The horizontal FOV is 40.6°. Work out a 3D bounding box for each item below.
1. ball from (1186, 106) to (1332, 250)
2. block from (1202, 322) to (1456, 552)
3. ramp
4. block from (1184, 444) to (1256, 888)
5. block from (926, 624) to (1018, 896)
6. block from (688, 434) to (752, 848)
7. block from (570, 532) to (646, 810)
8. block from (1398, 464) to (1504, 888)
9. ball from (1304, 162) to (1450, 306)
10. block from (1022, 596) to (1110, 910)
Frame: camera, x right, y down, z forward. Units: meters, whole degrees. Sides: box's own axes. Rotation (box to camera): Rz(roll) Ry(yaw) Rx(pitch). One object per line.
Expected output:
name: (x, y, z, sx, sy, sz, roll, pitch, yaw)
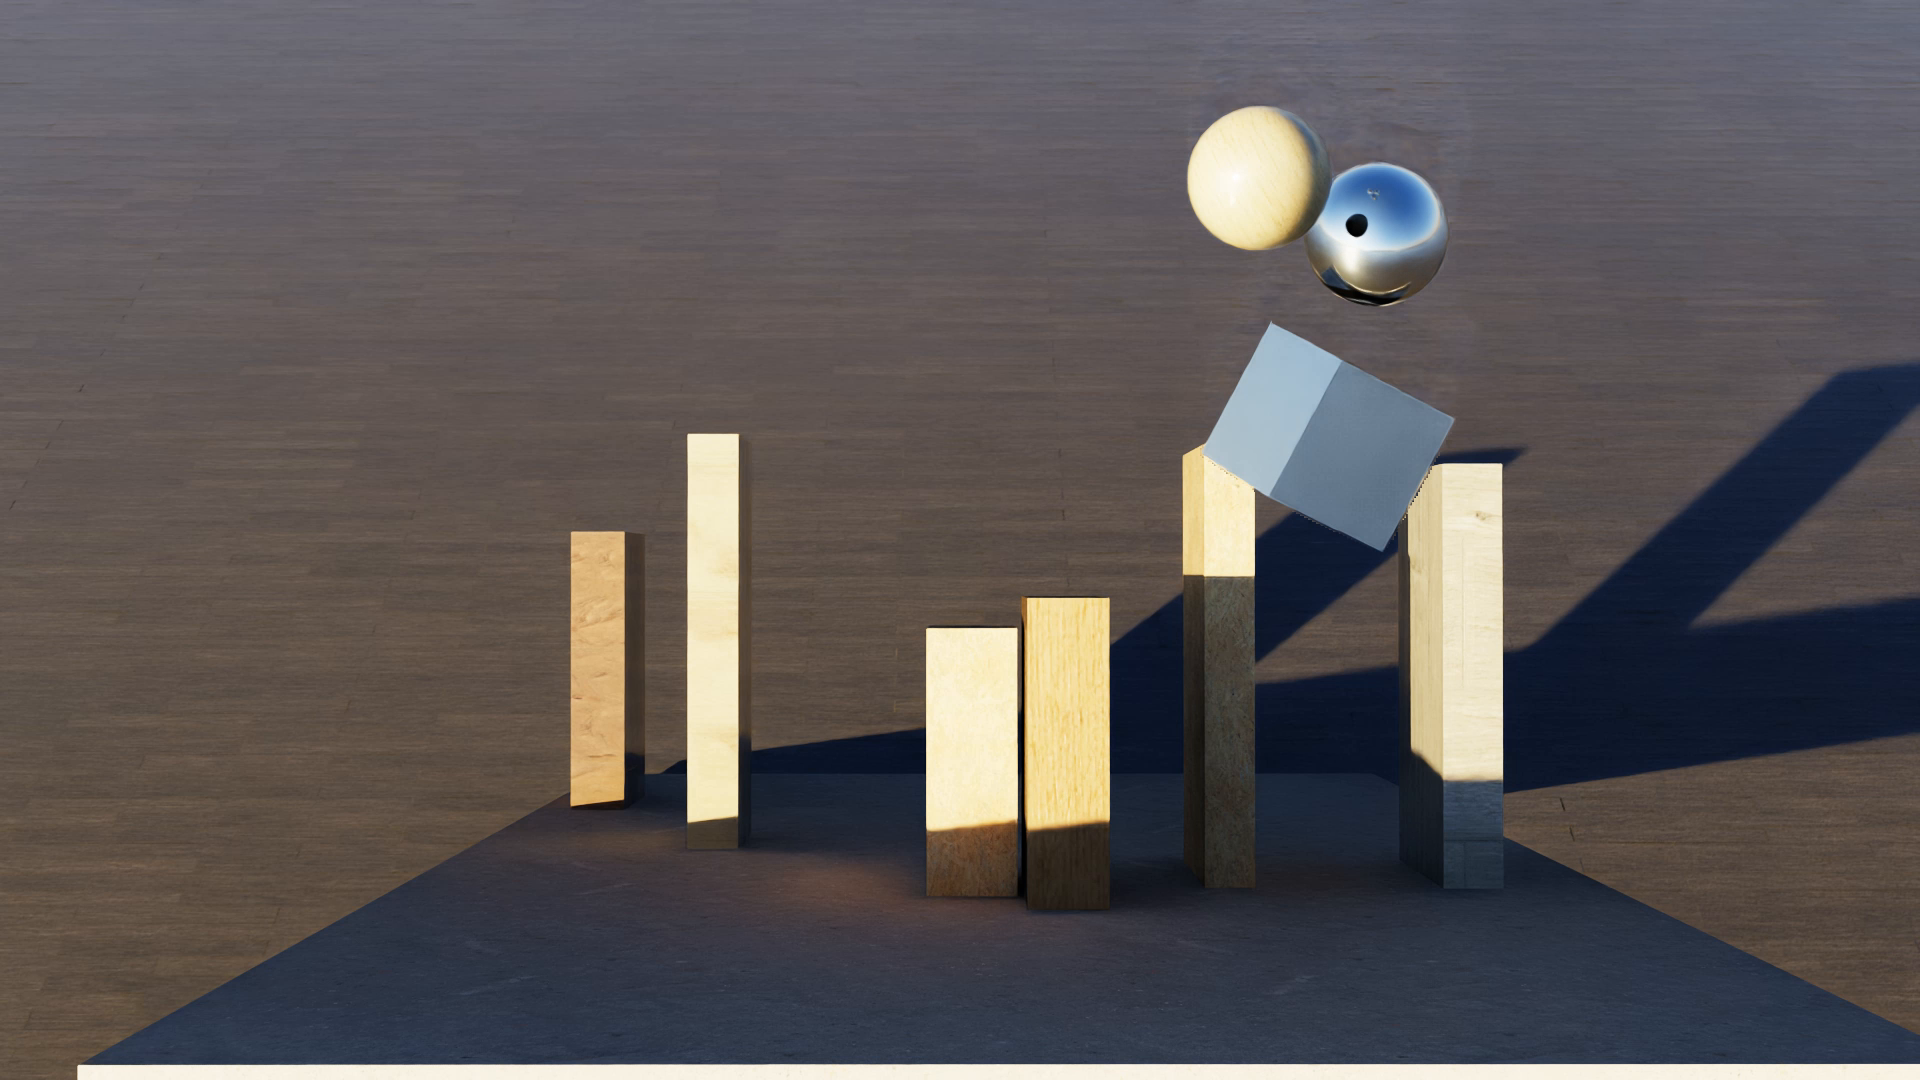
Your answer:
ball: (0.258, -0.312, 2.235, 0.124, 0.124, 0.124, 0, 32, 0)
block: (0.364, -0.103, 2.579, 0.148, 0.148, 0.148, 24, 9, -27)
ramp: (0.071, 0.629, 4.724, 2.000, 0.100, 4.000, 0, -1, 0)
block: (0.445, 0.210, 4.479, 0.083, 0.731, 0.407, 0, -1, 0)
block: (0.019, 0.359, 4.306, 0.145, 0.429, 0.295, 0, -1, 0)
block: (-0.466, 0.193, 5.040, 0.095, 0.781, 0.308, 0, -1, 0)
block: (-0.796, 0.290, 5.878, 0.117, 0.611, 0.374, 0, -1, 0)
block: (0.843, 0.226, 4.478, 0.098, 0.698, 0.431, 0, -1, 0)
ball: (0.389, -0.285, 2.418, 0.134, 0.134, 0.134, 0, 32, 0)
block: (0.167, 0.332, 4.182, 0.126, 0.480, 0.386, 0, -1, 0)
